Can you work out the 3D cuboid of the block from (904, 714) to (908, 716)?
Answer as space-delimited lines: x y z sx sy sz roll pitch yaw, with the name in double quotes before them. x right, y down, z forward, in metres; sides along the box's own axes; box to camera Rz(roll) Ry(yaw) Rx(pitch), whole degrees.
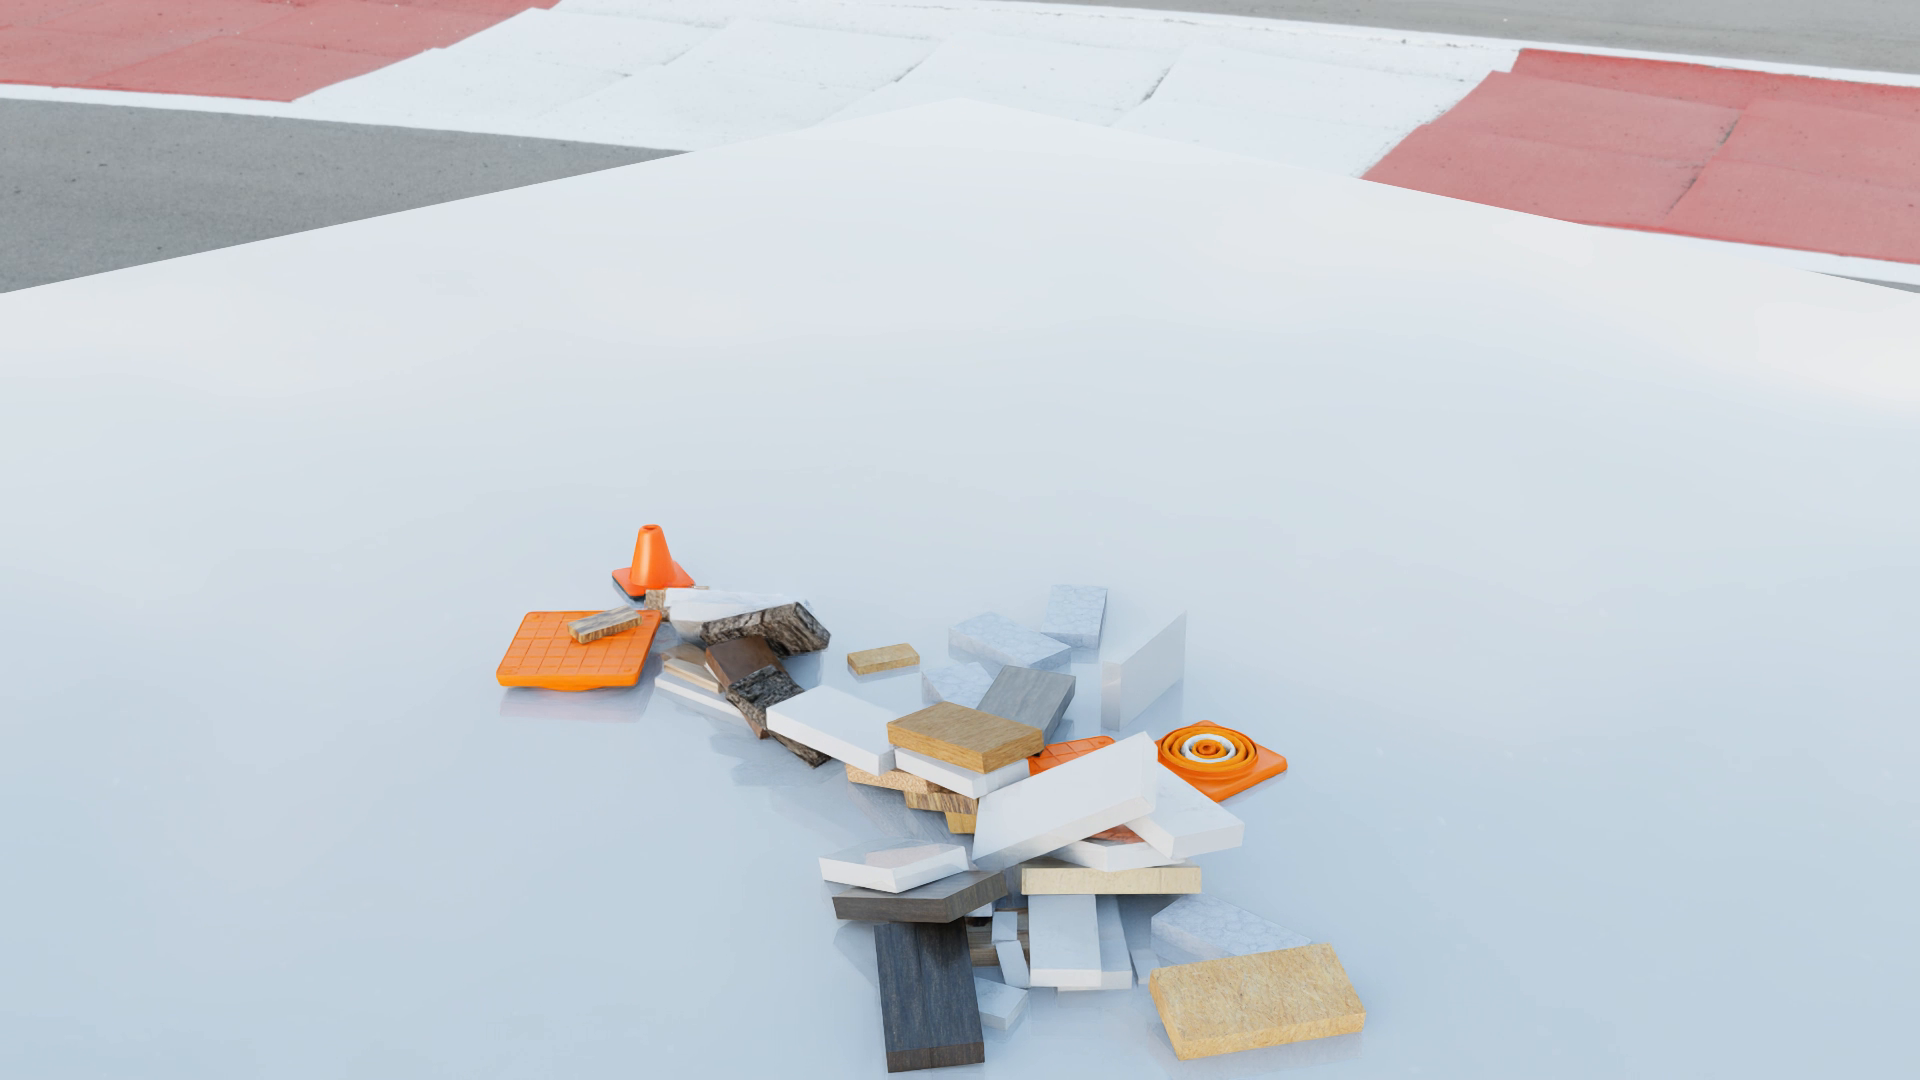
"block" -0.098 0.423 4.737 0.078 0.022 0.156 4 23 10

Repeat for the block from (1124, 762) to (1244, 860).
"block" 0.368 0.495 4.129 0.162 0.046 0.325 -6 23 -31

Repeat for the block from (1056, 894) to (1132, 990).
"block" 0.231 0.727 4.000 0.131 0.037 0.263 -1 23 -3

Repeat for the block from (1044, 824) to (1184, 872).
"block" 0.271 0.577 4.171 0.162 0.046 0.325 -3 1 -25

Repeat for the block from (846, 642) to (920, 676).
"block" -0.177 0.275 5.086 0.151 0.021 0.076 -9 25 -21

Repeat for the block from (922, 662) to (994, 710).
"block" 0.023 0.353 4.879 0.135 0.038 0.271 -8 24 -18

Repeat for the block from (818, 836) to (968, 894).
"block" -0.128 0.607 4.126 0.153 0.043 0.307 -14 4 -29

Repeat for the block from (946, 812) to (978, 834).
"block" 0.144 0.526 4.308 0.325 0.046 0.162 -7 9 45

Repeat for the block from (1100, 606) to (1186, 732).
"block" 0.410 0.283 4.885 0.046 0.163 0.326 13 26 28

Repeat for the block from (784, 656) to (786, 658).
"block" -0.493 0.237 5.072 0.174 0.087 0.025 0 56 14

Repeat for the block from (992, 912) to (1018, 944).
"block" 0.081 0.704 3.989 0.045 0.013 0.090 1 23 2

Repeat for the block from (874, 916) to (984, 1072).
"block" -0.056 0.780 3.800 0.163 0.046 0.326 -6 30 -3

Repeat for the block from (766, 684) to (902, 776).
"block" -0.229 0.393 4.577 0.329 0.047 0.165 18 27 39

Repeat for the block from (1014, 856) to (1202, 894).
"block" 0.273 0.628 4.126 0.332 0.047 0.166 0 -1 -4

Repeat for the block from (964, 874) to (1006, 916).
"block" 0.027 0.662 4.095 0.091 0.026 0.183 -3 7 10

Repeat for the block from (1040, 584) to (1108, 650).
"block" 0.275 0.183 5.281 0.135 0.038 0.276 3 23 7

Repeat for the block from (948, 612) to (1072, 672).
"block" 0.115 0.244 5.137 0.135 0.038 0.271 -20 30 -39

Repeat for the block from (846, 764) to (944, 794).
"block" -0.100 0.468 4.510 0.135 0.038 0.270 -19 12 -37

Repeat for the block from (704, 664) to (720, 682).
"block" -0.485 0.308 4.898 0.087 0.025 0.174 -17 41 -34

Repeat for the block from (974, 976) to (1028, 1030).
"block" 0.016 0.800 3.843 0.183 0.026 0.091 11 25 23

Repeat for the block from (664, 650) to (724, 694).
"block" -0.577 0.297 4.974 0.174 0.025 0.087 18 29 37

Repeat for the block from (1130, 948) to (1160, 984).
"block" 0.334 0.764 3.944 0.045 0.013 0.090 -2 23 -5

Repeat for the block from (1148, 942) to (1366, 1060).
"block" 0.510 0.792 3.786 0.332 0.047 0.166 -6 37 -13

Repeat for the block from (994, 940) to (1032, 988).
"block" 0.094 0.757 3.910 0.045 0.013 0.090 -8 49 -10

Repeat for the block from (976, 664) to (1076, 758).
"block" 0.133 0.365 4.737 0.163 0.046 0.326 8 22 14

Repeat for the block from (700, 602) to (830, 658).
"block" -0.441 0.215 4.971 0.266 0.133 0.038 -13 48 29

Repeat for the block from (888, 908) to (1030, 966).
"block" 0.003 0.725 4.004 0.263 0.037 0.131 -2 23 -4

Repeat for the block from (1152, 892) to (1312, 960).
"block" 0.494 0.724 4.007 0.263 0.037 0.131 19 29 37

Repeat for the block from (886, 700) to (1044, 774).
"block" 0.008 0.391 4.381 0.153 0.043 0.307 -18 18 -35

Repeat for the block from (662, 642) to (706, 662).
"block" -0.615 0.280 5.074 0.076 0.021 0.151 -19 29 -37

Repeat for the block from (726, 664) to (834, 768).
"block" -0.360 0.377 4.717 0.266 0.038 0.133 35 38 24

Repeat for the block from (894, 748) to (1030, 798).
"block" 0.003 0.442 4.350 0.135 0.038 0.270 -17 17 -32

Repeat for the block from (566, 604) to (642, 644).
"block" -0.825 0.195 5.107 0.156 0.022 0.078 -18 29 -30

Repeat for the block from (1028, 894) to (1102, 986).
"block" 0.185 0.714 3.938 0.123 0.035 0.246 0 23 1

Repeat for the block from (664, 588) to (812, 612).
"block" -0.513 0.170 5.171 0.329 0.047 0.165 4 -20 8

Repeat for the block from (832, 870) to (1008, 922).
"block" -0.075 0.649 4.014 0.153 0.043 0.307 -17 6 -43

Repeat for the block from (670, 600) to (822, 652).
"block" -0.493 0.200 5.100 0.329 0.047 0.165 3 -21 7

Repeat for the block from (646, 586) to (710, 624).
"block" -0.678 0.155 5.308 0.156 0.022 0.078 -4 65 -10

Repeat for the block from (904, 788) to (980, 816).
"block" 0.016 0.503 4.398 0.135 0.038 0.270 -18 7 -32

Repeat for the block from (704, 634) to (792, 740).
"block" -0.440 0.320 4.832 0.133 0.038 0.266 -13 46 -31

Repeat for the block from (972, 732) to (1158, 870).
"block" 0.195 0.493 4.104 0.369 0.047 0.166 -25 32 24

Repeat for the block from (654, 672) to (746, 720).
"block" -0.534 0.348 4.914 0.333 0.021 0.076 16 28 33
